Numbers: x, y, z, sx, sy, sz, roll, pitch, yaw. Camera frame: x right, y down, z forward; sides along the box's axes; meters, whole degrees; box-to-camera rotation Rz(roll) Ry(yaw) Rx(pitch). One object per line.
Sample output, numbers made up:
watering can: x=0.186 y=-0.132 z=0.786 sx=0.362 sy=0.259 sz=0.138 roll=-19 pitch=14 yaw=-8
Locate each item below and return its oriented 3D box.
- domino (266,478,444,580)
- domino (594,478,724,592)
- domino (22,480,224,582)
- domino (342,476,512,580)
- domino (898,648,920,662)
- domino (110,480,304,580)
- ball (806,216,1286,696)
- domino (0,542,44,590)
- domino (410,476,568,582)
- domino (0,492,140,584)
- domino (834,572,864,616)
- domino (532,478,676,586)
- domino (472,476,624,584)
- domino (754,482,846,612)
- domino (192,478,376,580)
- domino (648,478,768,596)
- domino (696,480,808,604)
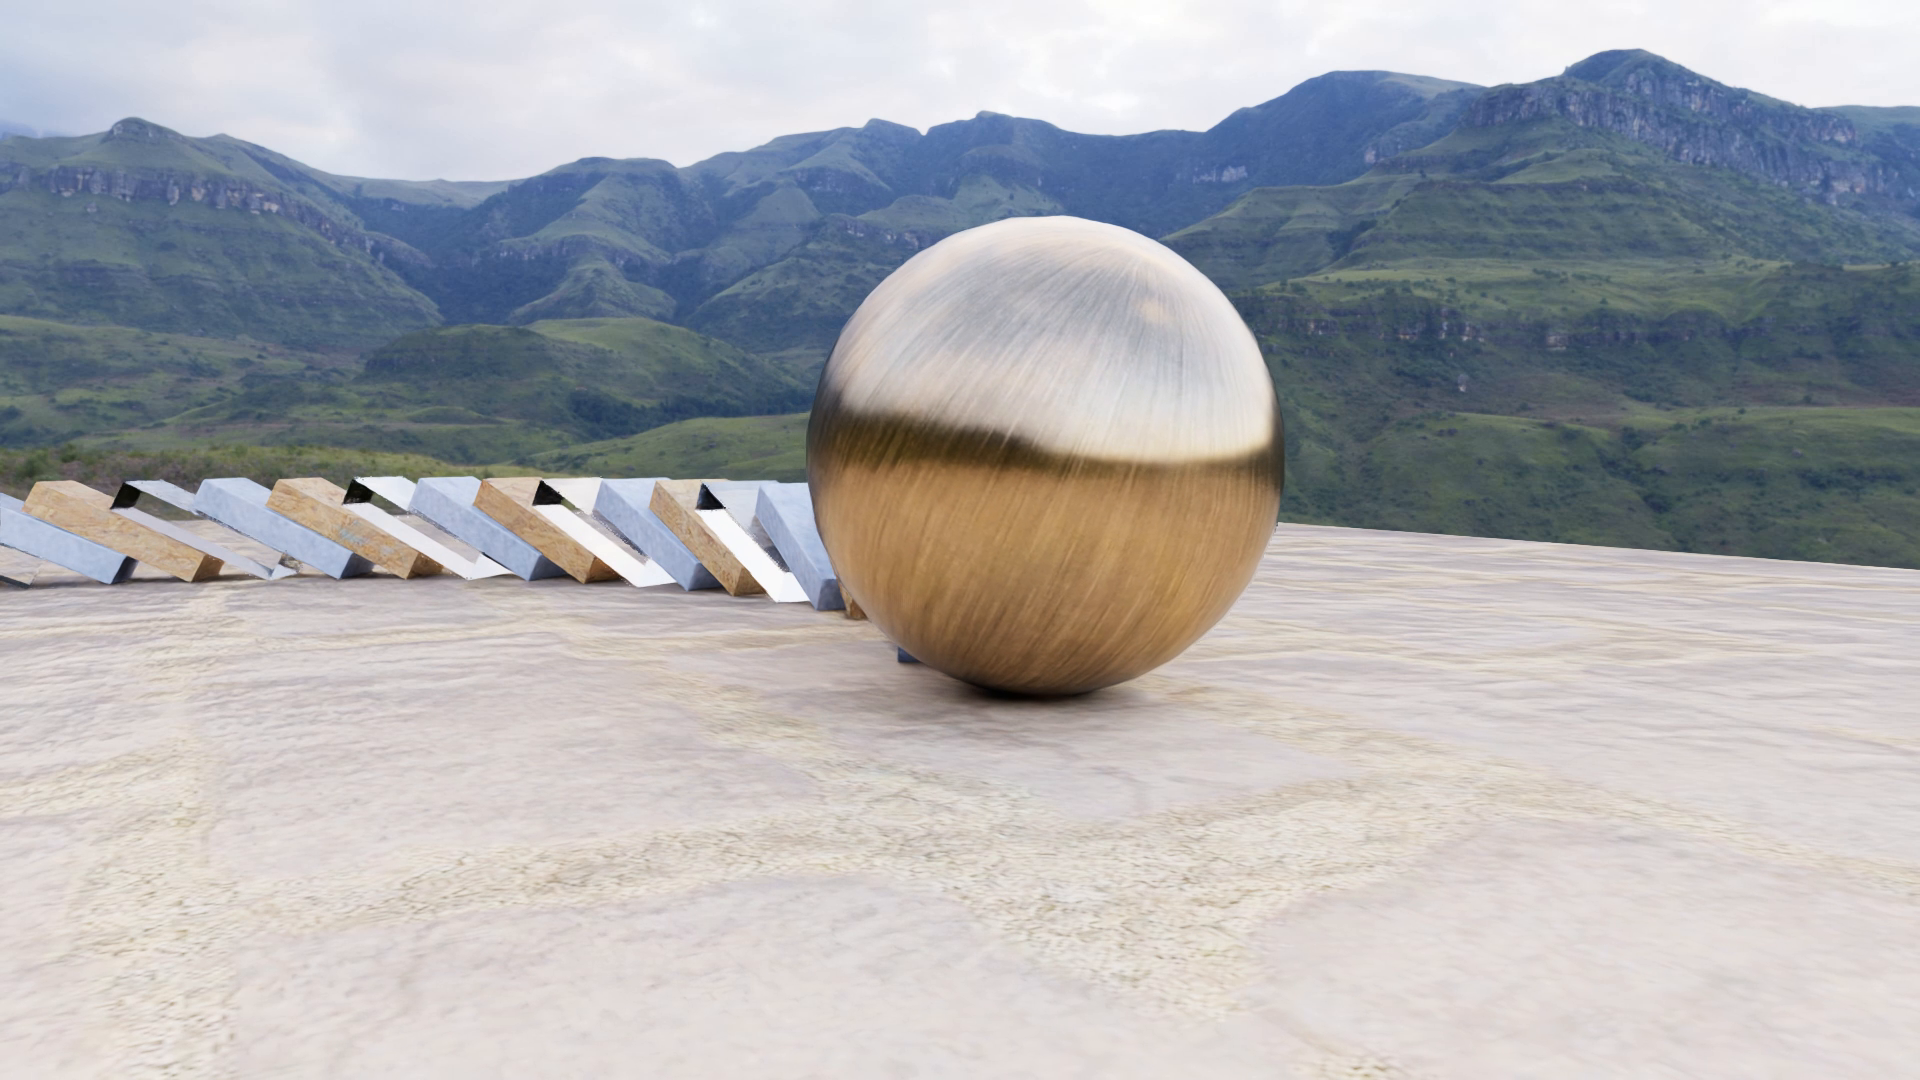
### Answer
domino: x=-0.194 y=-0.004 z=0.415 sx=0.050 sy=0.010 sz=0.025 roll=27 pitch=5 yaw=0
domino: x=-0.087 y=-0.003 z=0.392 sx=0.050 sy=0.009 sz=0.025 roll=36 pitch=25 yaw=31
domino: x=-0.258 y=-0.003 z=0.399 sx=0.050 sy=0.009 sz=0.025 roll=26 pitch=-2 yaw=-13
domino: x=-0.171 y=-0.004 z=0.416 sx=0.050 sy=0.009 sz=0.025 roll=29 pitch=9 yaw=9
domino: x=-0.001 y=0.001 z=0.263 sx=0.025 sy=0.050 sz=0.009 roll=0 pitch=-37 yaw=-6
domino: x=-0.237 y=-0.003 z=0.407 sx=0.050 sy=0.009 sz=0.025 roll=26 pitch=0 yaw=-9
ball: x=0.014 y=-0.014 z=0.217 sx=0.080 sy=0.080 sz=0.080 roll=0 pitch=4 yaw=0
domino: x=-0.296 y=-0.001 z=0.373 sx=0.050 sy=0.010 sz=0.025 roll=28 pitch=-12 yaw=-32
domino: x=-0.149 y=-0.004 z=0.414 sx=0.050 sy=0.010 sz=0.025 roll=30 pitch=13 yaw=14
domino: x=-0.278 y=-0.002 z=0.389 sx=0.050 sy=0.009 sz=0.025 roll=27 pitch=-6 yaw=-20
domino: x=-0.021 y=0.001 z=0.332 sx=0.025 sy=0.010 sz=0.050 roll=0 pitch=31 yaw=-18
domino: x=-0.107 y=-0.003 z=0.401 sx=0.050 sy=0.009 sz=0.025 roll=33 pitch=19 yaw=24
domino: x=-0.127 y=-0.004 z=0.409 sx=0.050 sy=0.009 sz=0.025 roll=31 pitch=16 yaw=20
domino: x=-0.035 y=0.001 z=0.349 sx=0.025 sy=0.010 sz=0.050 roll=-2 pitch=32 yaw=-29
domino: x=-0.215 y=-0.004 z=0.413 sx=0.050 sy=0.010 sz=0.025 roll=27 pitch=3 yaw=-4
domino: x=-0.068 y=-0.002 z=0.380 sx=0.025 sy=0.009 sz=0.050 roll=-4 pitch=33 yaw=-44
domino: x=-0.052 y=-0.001 z=0.365 sx=0.025 sy=0.010 sz=0.050 roll=-4 pitch=33 yaw=-40
